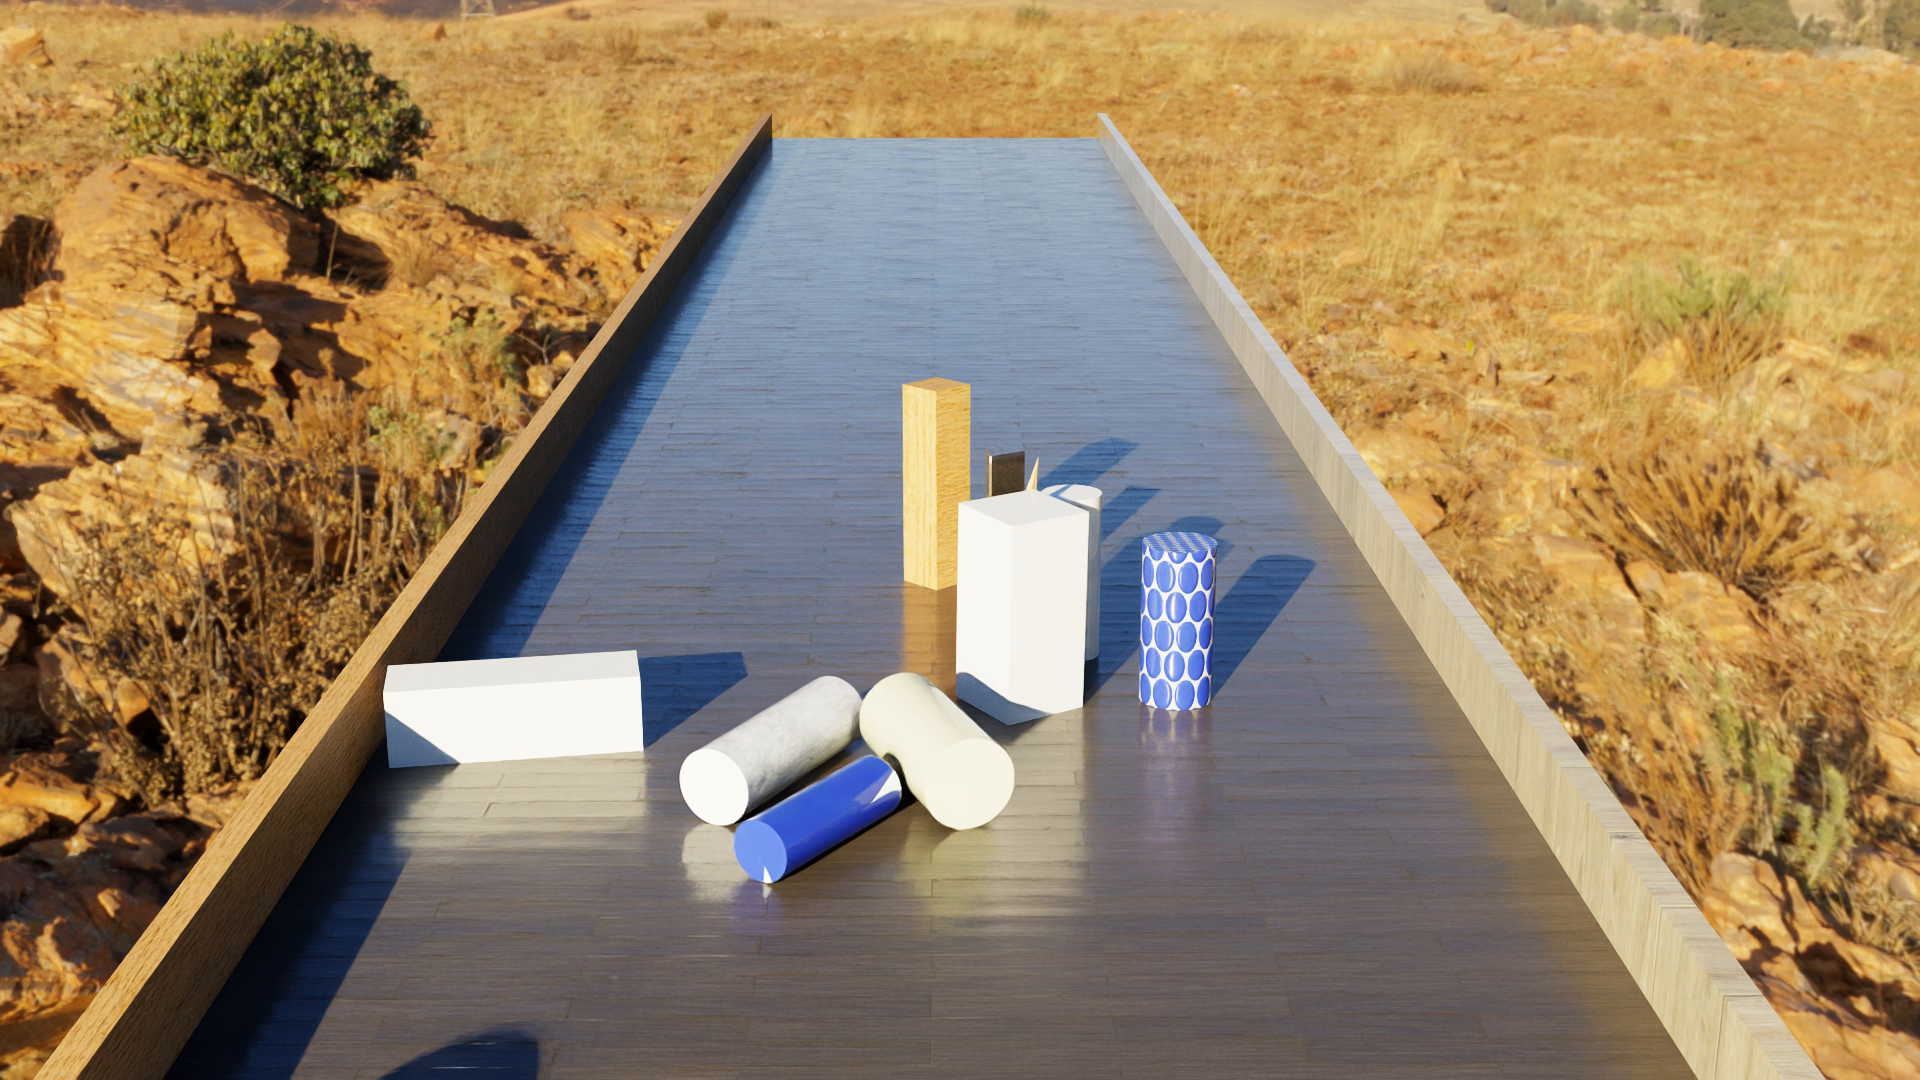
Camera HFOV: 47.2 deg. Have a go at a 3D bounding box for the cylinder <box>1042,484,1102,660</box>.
[{"bbox_3d":[0.222,0.067,4.413,0.120,0.336,0.120,0,17,0],"label":"cylinder"}]

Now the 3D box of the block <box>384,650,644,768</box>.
[{"bbox_3d":[-0.801,0.303,3.961,0.444,0.142,0.142,-3,17,-10],"label":"block"}]

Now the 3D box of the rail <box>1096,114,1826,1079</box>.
[{"bbox_3d":[0.932,-0.844,7.801,0.050,0.150,12.000,0,17,-1],"label":"rail"}]

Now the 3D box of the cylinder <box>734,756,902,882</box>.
[{"bbox_3d":[-0.226,0.446,3.544,0.104,0.104,0.314,10,19,31],"label":"cylinder"}]

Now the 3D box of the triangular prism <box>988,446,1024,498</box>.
[{"bbox_3d":[0.079,-0.020,4.670,0.087,0.355,0.076,-11,20,-32],"label":"triangular prism"}]

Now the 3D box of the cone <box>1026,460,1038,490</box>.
[{"bbox_3d":[0.109,0.046,4.263,0.135,0.444,0.135,10,19,-4],"label":"cone"}]

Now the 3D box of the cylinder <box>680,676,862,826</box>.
[{"bbox_3d":[-0.316,0.358,3.791,0.133,0.133,0.392,8,18,26],"label":"cylinder"}]

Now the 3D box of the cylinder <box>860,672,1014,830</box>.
[{"bbox_3d":[-0.044,0.355,3.754,0.159,0.159,0.335,-6,18,-20],"label":"cylinder"}]

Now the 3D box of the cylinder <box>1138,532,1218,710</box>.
[{"bbox_3d":[0.412,0.153,4.170,0.140,0.310,0.140,0,17,0],"label":"cylinder"}]

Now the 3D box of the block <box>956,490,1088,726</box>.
[{"bbox_3d":[0.115,0.123,4.127,0.173,0.386,0.173,-11,21,-33],"label":"block"}]

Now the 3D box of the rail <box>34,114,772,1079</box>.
[{"bbox_3d":[-1.118,-0.838,7.780,0.050,0.150,12.000,0,17,-1],"label":"rail"}]

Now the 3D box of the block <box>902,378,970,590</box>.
[{"bbox_3d":[-0.051,-0.125,4.861,0.104,0.448,0.104,16,23,43],"label":"block"}]
